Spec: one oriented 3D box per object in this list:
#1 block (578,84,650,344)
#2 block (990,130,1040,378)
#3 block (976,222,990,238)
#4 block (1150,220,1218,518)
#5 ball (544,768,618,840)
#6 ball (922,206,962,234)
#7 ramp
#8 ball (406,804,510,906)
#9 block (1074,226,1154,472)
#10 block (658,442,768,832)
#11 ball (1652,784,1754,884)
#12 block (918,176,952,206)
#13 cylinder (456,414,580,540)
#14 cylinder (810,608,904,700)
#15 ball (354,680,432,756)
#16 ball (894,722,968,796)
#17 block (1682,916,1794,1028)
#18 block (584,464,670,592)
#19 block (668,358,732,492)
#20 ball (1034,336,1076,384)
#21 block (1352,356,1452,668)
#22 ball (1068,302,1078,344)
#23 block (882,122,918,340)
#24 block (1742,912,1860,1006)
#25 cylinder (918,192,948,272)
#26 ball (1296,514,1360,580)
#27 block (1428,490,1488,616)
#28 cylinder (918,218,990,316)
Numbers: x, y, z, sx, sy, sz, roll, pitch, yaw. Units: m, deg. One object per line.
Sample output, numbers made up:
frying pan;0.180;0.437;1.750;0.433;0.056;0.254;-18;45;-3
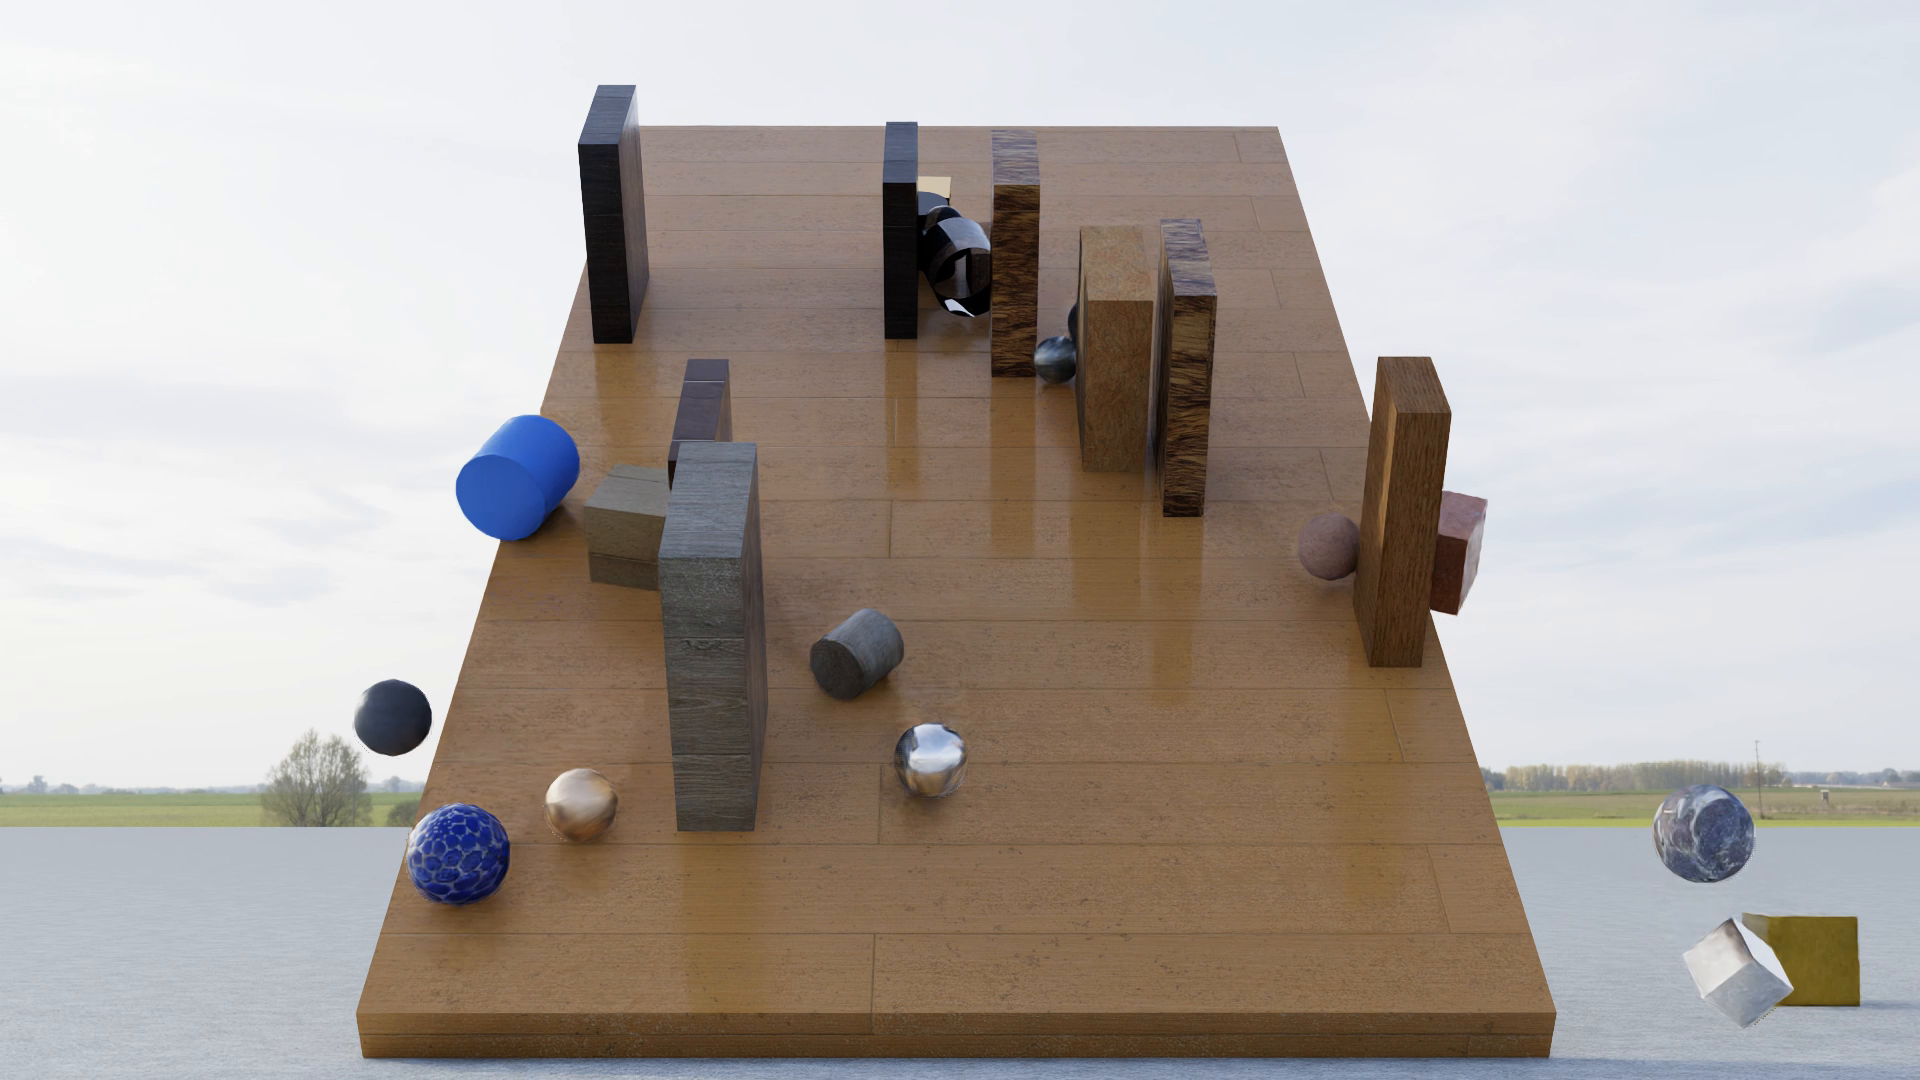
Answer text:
block;-0.882;-0.835;6.217;0.099;0.539;0.408;0;31;0
block;0.134;-0.714;6.048;0.110;0.512;0.351;0;31;0
block;0.065;-0.772;6.523;0.122;0.122;0.122;-3;31;-6
block;0.500;-0.389;5.478;0.090;0.546;0.404;0;31;0
ball;-0.689;0.481;4.425;0.131;0.131;0.131;0;-7;0
ball;-0.045;-0.831;6.453;0.115;0.115;0.115;0;-7;0
ramp;-0.014;-0.200;5.787;2.000;0.100;4.000;0;31;0
ball;-0.879;0.551;4.261;0.179;0.179;0.179;0;-7;0
block;0.356;-0.450;5.684;0.144;0.437;0.409;0;31;0
block;-0.448;0.177;4.489;0.141;0.589;0.411;0;31;0
ball;1.467;0.580;4.800;0.195;0.195;0.195;0;-7;0
block;-0.101;-0.909;6.727;0.146;0.146;0.146;1;31;2
cylinder;-0.974;-0.139;5.371;0.208;0.208;0.208;-2;27;16
cylinder;-0.206;0.227;4.841;0.135;0.135;0.135;-6;21;42
ball;-1.100;0.344;4.713;0.149;0.149;0.149;0;-7;0
ball;-0.055;0.409;4.542;0.139;0.139;0.139;0;-7;0
block;1.495;0.831;4.673;0.124;0.124;0.124;37;22;-22
block;-0.676;-0.026;5.213;0.189;0.189;0.189;8;32;12
block;-0.523;-0.059;4.987;0.084;0.479;0.433;0;31;0
ball;0.239;-0.443;5.972;0.117;0.117;0.117;0;-7;0
block;0.884;-0.054;4.886;0.105;0.584;0.240;0;31;0
ball;0.334;-0.530;5.957;0.142;0.142;0.142;0;-7;0
block;-0.151;-0.803;6.275;0.083;0.429;0.410;0;31;0
block;1.849;0.921;5.349;0.192;0.192;0.192;0;-7;2
cylinder;-0.115;-0.837;6.589;0.164;0.164;0.164;0;31;0
ball;0.782;0.014;5.127;0.142;0.142;0.142;0;-7;0
block;0.996;0.017;5.156;0.185;0.185;0.185;13;33;20
cylinder;0.007;-0.714;6.352;0.196;0.196;0.196;2;30;-16
